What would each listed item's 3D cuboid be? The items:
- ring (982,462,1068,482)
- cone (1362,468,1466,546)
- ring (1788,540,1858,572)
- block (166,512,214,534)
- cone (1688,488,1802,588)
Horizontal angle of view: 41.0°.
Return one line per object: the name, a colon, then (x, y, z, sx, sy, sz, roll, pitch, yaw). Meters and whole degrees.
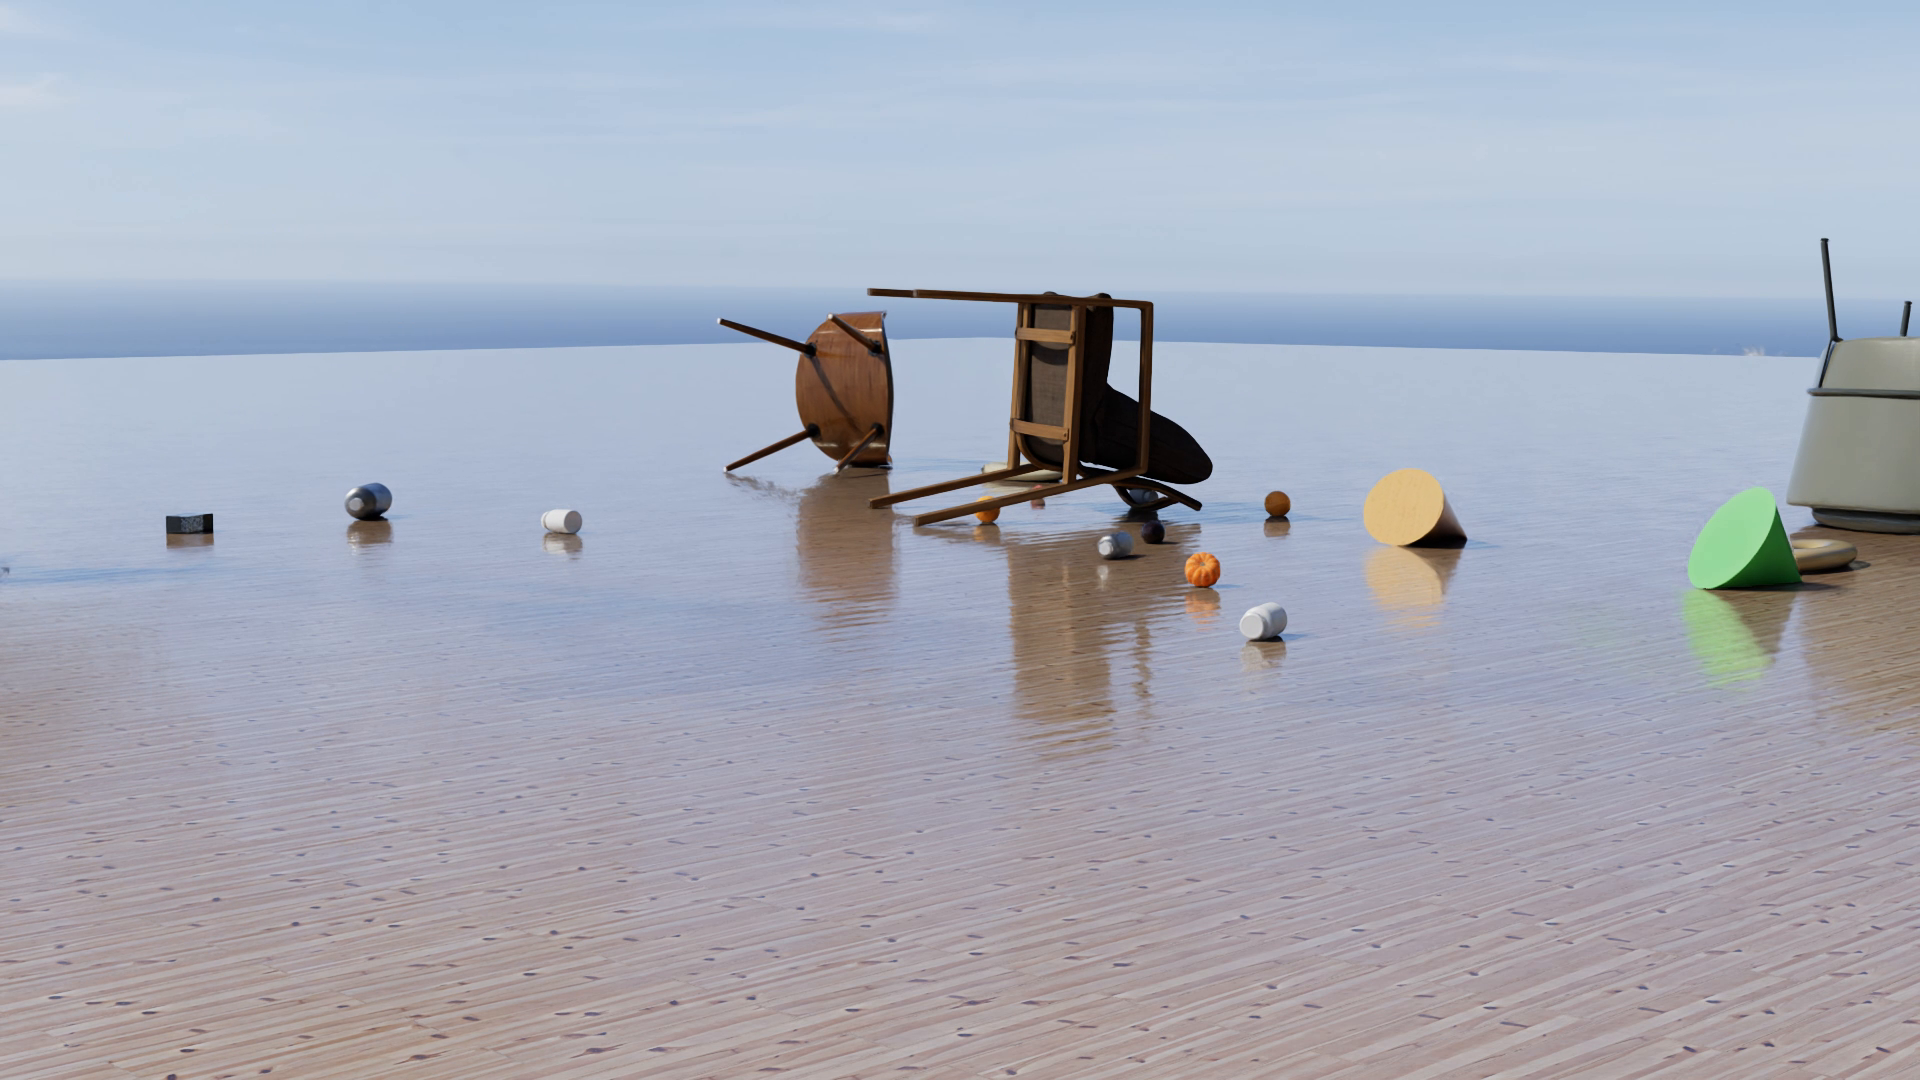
ring: (0.210, -0.224, 8.346, 0.225, 0.050, 0.393, -4, 7, -32)
cone: (1.181, -0.042, 6.368, 0.256, 0.199, 0.256, 22, -10, -37)
ring: (1.901, 0.036, 5.807, 0.193, 0.053, 0.412, 5, 8, 44)
block: (-1.984, -0.043, 6.608, 0.066, 0.045, 0.105, 2, 6, 21)
cone: (1.720, 0.043, 5.467, 0.256, 0.251, 0.159, 26, 17, -33)
